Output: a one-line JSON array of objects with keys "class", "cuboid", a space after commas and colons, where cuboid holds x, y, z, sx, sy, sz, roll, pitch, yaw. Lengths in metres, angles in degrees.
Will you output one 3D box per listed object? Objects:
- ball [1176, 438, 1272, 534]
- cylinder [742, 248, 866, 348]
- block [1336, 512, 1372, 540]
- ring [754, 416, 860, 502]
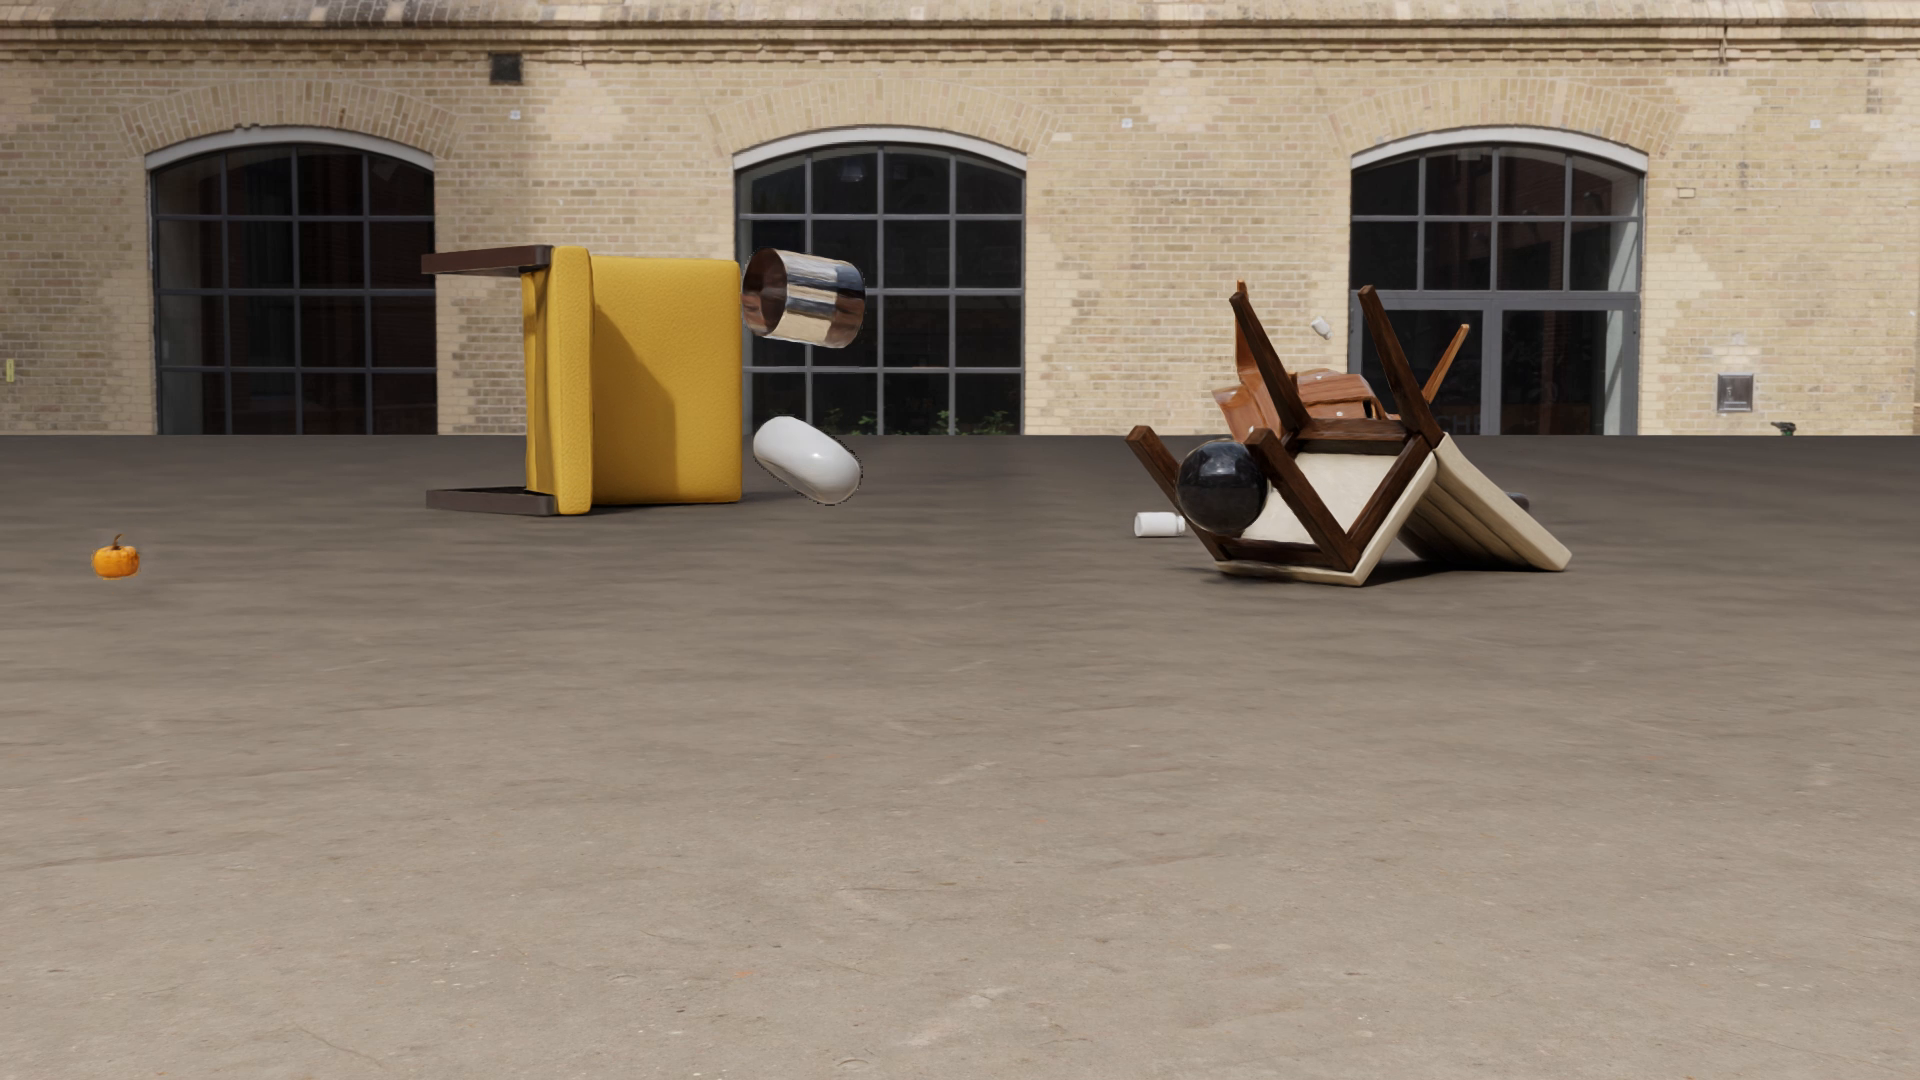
[{"class": "ball", "cuboid": [0.588, -0.120, 4.912, 0.212, 0.212, 0.212, 0, 4, 0]}, {"class": "cylinder", "cuboid": [-0.333, -0.510, 4.642, 0.173, 0.185, 0.286, 7, 12, -25]}, {"class": "block", "cuboid": [1.179, -0.041, 6.581, 0.074, 0.076, 0.097, -1, 4, -16]}, {"class": "ring", "cuboid": [-0.434, -0.228, 6.201, 0.386, 0.144, 0.244, 28, -13, 42]}]
